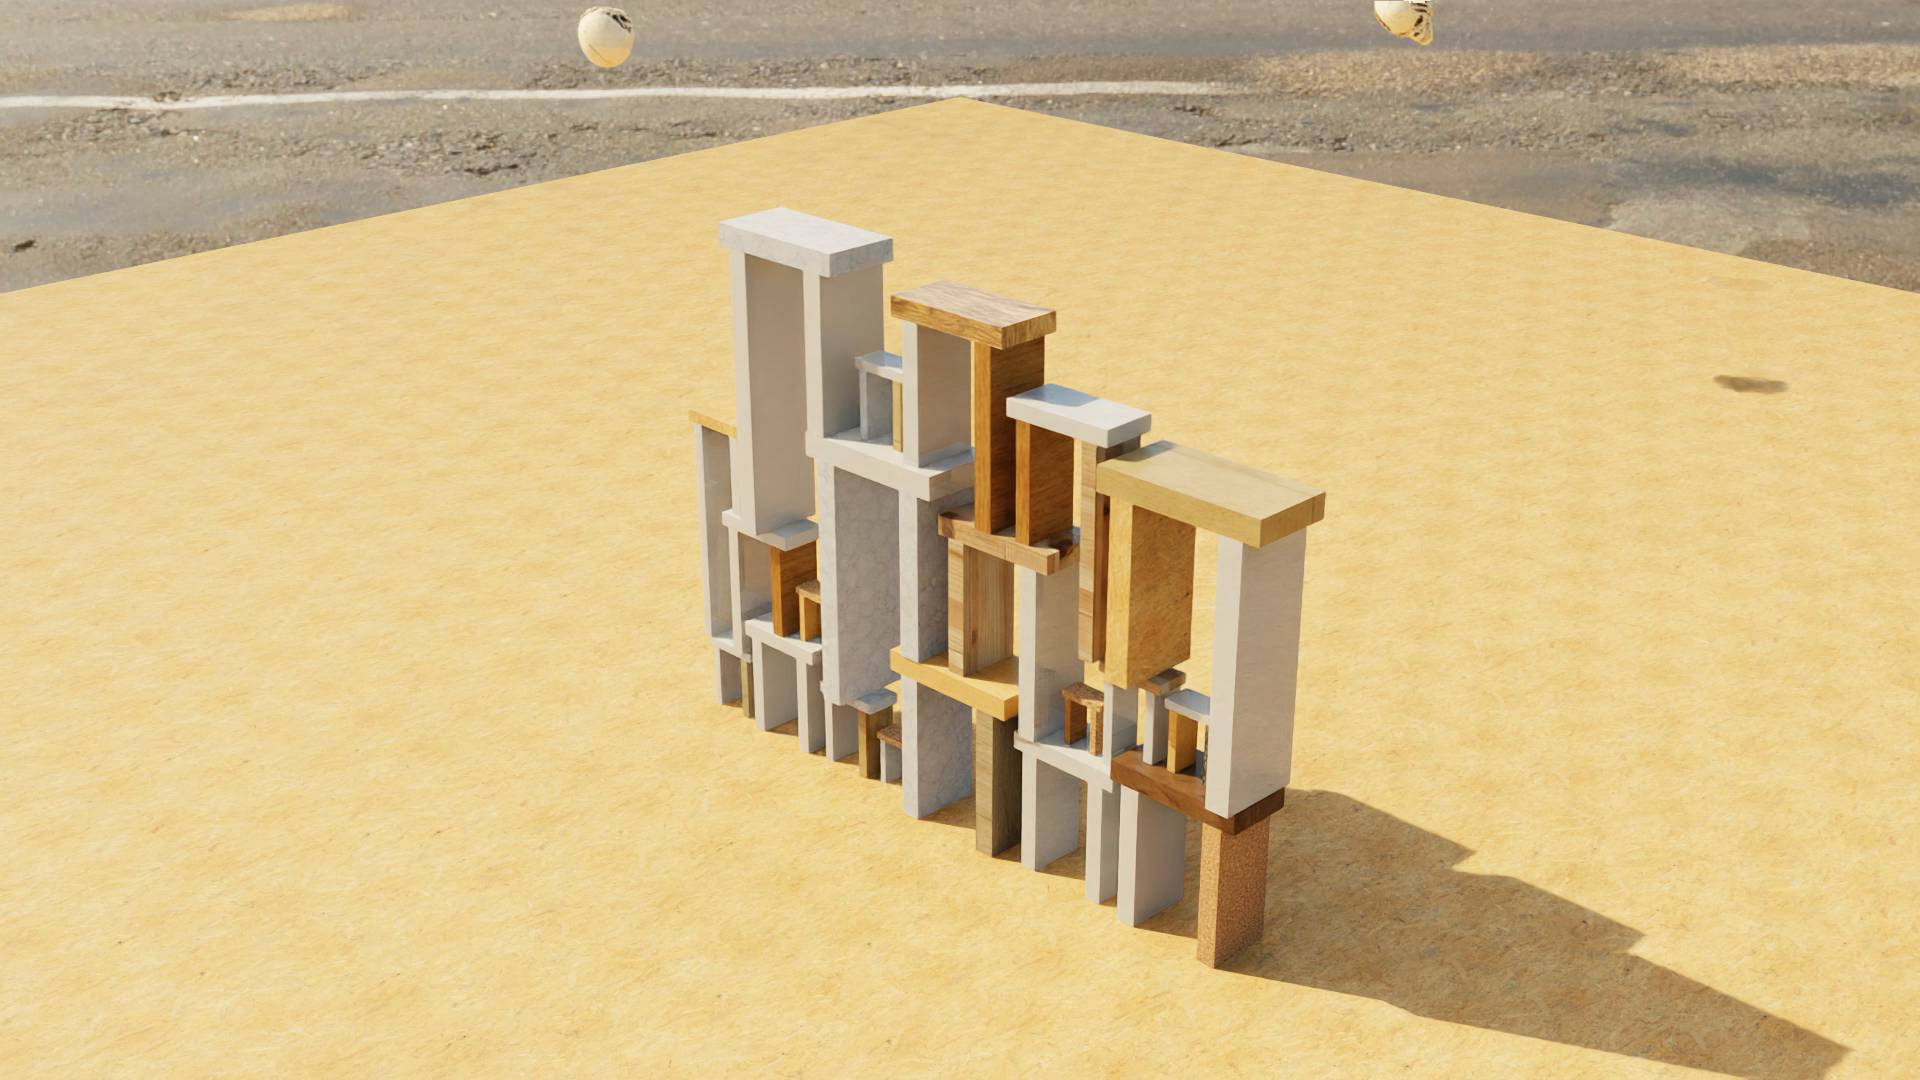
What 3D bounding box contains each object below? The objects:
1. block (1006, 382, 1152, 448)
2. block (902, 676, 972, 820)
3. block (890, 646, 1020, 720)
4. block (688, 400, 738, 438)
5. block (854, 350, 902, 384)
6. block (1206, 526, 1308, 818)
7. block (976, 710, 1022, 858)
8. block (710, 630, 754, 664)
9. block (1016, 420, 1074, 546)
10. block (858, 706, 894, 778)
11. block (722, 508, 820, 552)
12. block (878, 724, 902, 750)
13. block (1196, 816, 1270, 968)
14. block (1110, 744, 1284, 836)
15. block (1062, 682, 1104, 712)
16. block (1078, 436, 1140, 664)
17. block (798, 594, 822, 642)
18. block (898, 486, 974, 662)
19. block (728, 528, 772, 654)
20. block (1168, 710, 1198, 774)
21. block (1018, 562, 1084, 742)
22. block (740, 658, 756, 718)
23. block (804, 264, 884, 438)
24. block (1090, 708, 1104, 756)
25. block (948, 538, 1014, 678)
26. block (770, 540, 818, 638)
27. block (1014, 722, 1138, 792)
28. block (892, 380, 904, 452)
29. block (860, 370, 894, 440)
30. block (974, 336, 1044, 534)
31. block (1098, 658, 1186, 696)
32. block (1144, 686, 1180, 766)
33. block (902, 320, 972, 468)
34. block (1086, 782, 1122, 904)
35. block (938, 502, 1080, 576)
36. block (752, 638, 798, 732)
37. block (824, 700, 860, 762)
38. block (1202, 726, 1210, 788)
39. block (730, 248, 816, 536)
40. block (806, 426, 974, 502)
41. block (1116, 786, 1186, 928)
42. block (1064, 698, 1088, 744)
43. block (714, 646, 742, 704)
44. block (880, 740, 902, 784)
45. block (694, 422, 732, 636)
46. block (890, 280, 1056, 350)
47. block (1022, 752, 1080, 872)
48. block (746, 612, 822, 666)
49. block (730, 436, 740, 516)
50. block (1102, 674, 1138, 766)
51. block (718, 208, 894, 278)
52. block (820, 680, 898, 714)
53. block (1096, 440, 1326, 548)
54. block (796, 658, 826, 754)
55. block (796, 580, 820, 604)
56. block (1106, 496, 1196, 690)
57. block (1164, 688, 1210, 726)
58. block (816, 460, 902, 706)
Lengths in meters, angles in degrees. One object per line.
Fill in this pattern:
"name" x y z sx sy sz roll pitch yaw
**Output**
"block" 0.210 -0.223 3.905 0.238 0.034 0.119 21 31 40
"block" -0.045 0.393 4.436 0.044 0.311 0.156 21 31 41
"block" 0.028 0.258 4.299 0.311 0.044 0.156 21 31 41
"block" -0.483 -0.254 4.645 0.089 0.025 0.177 -21 31 -40
"block" -0.129 -0.333 4.230 0.070 0.020 0.140 -21 31 -40
"block" 0.506 0.212 3.765 0.050 0.518 0.176 21 31 41
"block" 0.102 0.450 4.301 0.044 0.311 0.156 21 31 41
"block" -0.480 0.229 4.836 0.140 0.020 0.070 21 31 41
"block" 0.155 -0.119 4.008 0.119 0.238 0.034 -22 31 -40
"block" -0.175 0.413 4.590 0.022 0.155 0.077 21 31 41
"block" -0.397 -0.032 4.645 0.204 0.029 0.102 21 31 40
"block" -0.119 0.409 4.526 0.099 0.014 0.049 21 31 41
"block" 0.491 0.613 3.950 0.143 0.285 0.040 -21 31 -41
"block" 0.424 0.437 3.948 0.285 0.040 0.143 21 31 41
"block" 0.240 0.292 4.086 0.094 0.013 0.047 21 31 40
"block" 0.268 0.009 3.943 0.119 0.422 0.034 -21 30 -40
"block" -0.313 0.157 4.625 0.015 0.105 0.053 21 31 40
"block" -0.037 0.049 4.289 0.049 0.349 0.175 21 31 41
"block" -0.446 0.096 4.752 0.029 0.291 0.102 22 31 40
"block" 0.400 0.351 3.943 0.017 0.122 0.061 21 31 41
"block" 0.174 0.195 4.124 0.040 0.351 0.140 21 31 41
"block" -0.446 0.316 4.836 0.020 0.140 0.070 21 31 41
"block" -0.225 -0.381 4.305 0.165 0.330 0.047 -21 31 -40
"block" 0.262 0.350 4.086 0.013 0.095 0.047 21 31 41
"block" 0.041 0.110 4.232 0.040 0.280 0.140 21 31 41
"block" -0.349 0.094 4.646 0.029 0.204 0.102 21 31 41
"block" 0.235 0.396 4.143 0.249 0.035 0.125 21 31 41
"block" -0.097 -0.246 4.230 0.020 0.140 0.070 21 31 40
"block" -0.162 -0.272 4.292 0.020 0.140 0.070 21 31 41
"block" 0.091 -0.203 4.044 0.040 0.364 0.143 21 31 41
"block" 0.329 0.238 3.969 0.072 0.021 0.145 -21 31 -40
"block" 0.365 0.327 3.970 0.072 0.145 0.021 -21 31 -40
"block" -0.043 -0.292 4.152 0.040 0.285 0.143 21 31 40
"block" 0.293 0.550 4.145 0.035 0.249 0.125 21 31 41
"block" 0.108 -0.011 4.109 0.280 0.040 0.140 21 31 41
"block" -0.397 0.298 4.783 0.031 0.216 0.108 21 31 41
"block" -0.248 0.384 4.657 0.077 0.155 0.022 -21 31 -41
"block" 0.458 0.374 3.889 0.017 0.122 0.061 21 31 41
"block" -0.381 -0.315 4.501 0.165 0.605 0.047 -22 31 -40
"block" -0.120 -0.167 4.287 0.349 0.049 0.175 21 31 40
"block" 0.357 0.561 4.074 0.143 0.285 0.040 -21 31 -41
"block" 0.218 0.333 4.127 0.013 0.095 0.047 21 31 41
"block" -0.512 0.290 4.897 0.020 0.140 0.070 21 31 41
"block" -0.142 0.452 4.570 0.014 0.099 0.049 21 31 41
"block" -0.525 -0.031 4.786 0.025 0.497 0.089 21 31 40
"block" 0.023 -0.415 4.026 0.285 0.040 0.143 21 31 41
"block" 0.176 0.504 4.253 0.035 0.249 0.125 21 31 41
"block" -0.346 0.204 4.688 0.216 0.031 0.108 21 31 41
"block" -0.441 -0.145 4.646 0.025 0.177 0.089 21 31 41
"block" 0.296 0.319 4.041 0.072 0.186 0.021 -21 31 -40
"block" -0.304 -0.584 4.301 0.165 0.047 0.330 -21 31 -41
"block" -0.212 0.317 4.589 0.077 0.022 0.155 -21 31 -40
"block" 0.423 -0.082 3.730 0.353 0.050 0.176 21 31 40
"block" -0.295 0.337 4.689 0.031 0.216 0.108 21 31 41
"block" -0.287 0.111 4.579 0.105 0.015 0.053 21 31 41
"block" 0.338 0.071 3.885 0.050 0.353 0.176 21 31 41
"block" 0.429 0.298 3.889 0.122 0.017 0.061 21 31 41
"block" -0.202 0.067 4.475 0.049 0.528 0.175 21 31 41
